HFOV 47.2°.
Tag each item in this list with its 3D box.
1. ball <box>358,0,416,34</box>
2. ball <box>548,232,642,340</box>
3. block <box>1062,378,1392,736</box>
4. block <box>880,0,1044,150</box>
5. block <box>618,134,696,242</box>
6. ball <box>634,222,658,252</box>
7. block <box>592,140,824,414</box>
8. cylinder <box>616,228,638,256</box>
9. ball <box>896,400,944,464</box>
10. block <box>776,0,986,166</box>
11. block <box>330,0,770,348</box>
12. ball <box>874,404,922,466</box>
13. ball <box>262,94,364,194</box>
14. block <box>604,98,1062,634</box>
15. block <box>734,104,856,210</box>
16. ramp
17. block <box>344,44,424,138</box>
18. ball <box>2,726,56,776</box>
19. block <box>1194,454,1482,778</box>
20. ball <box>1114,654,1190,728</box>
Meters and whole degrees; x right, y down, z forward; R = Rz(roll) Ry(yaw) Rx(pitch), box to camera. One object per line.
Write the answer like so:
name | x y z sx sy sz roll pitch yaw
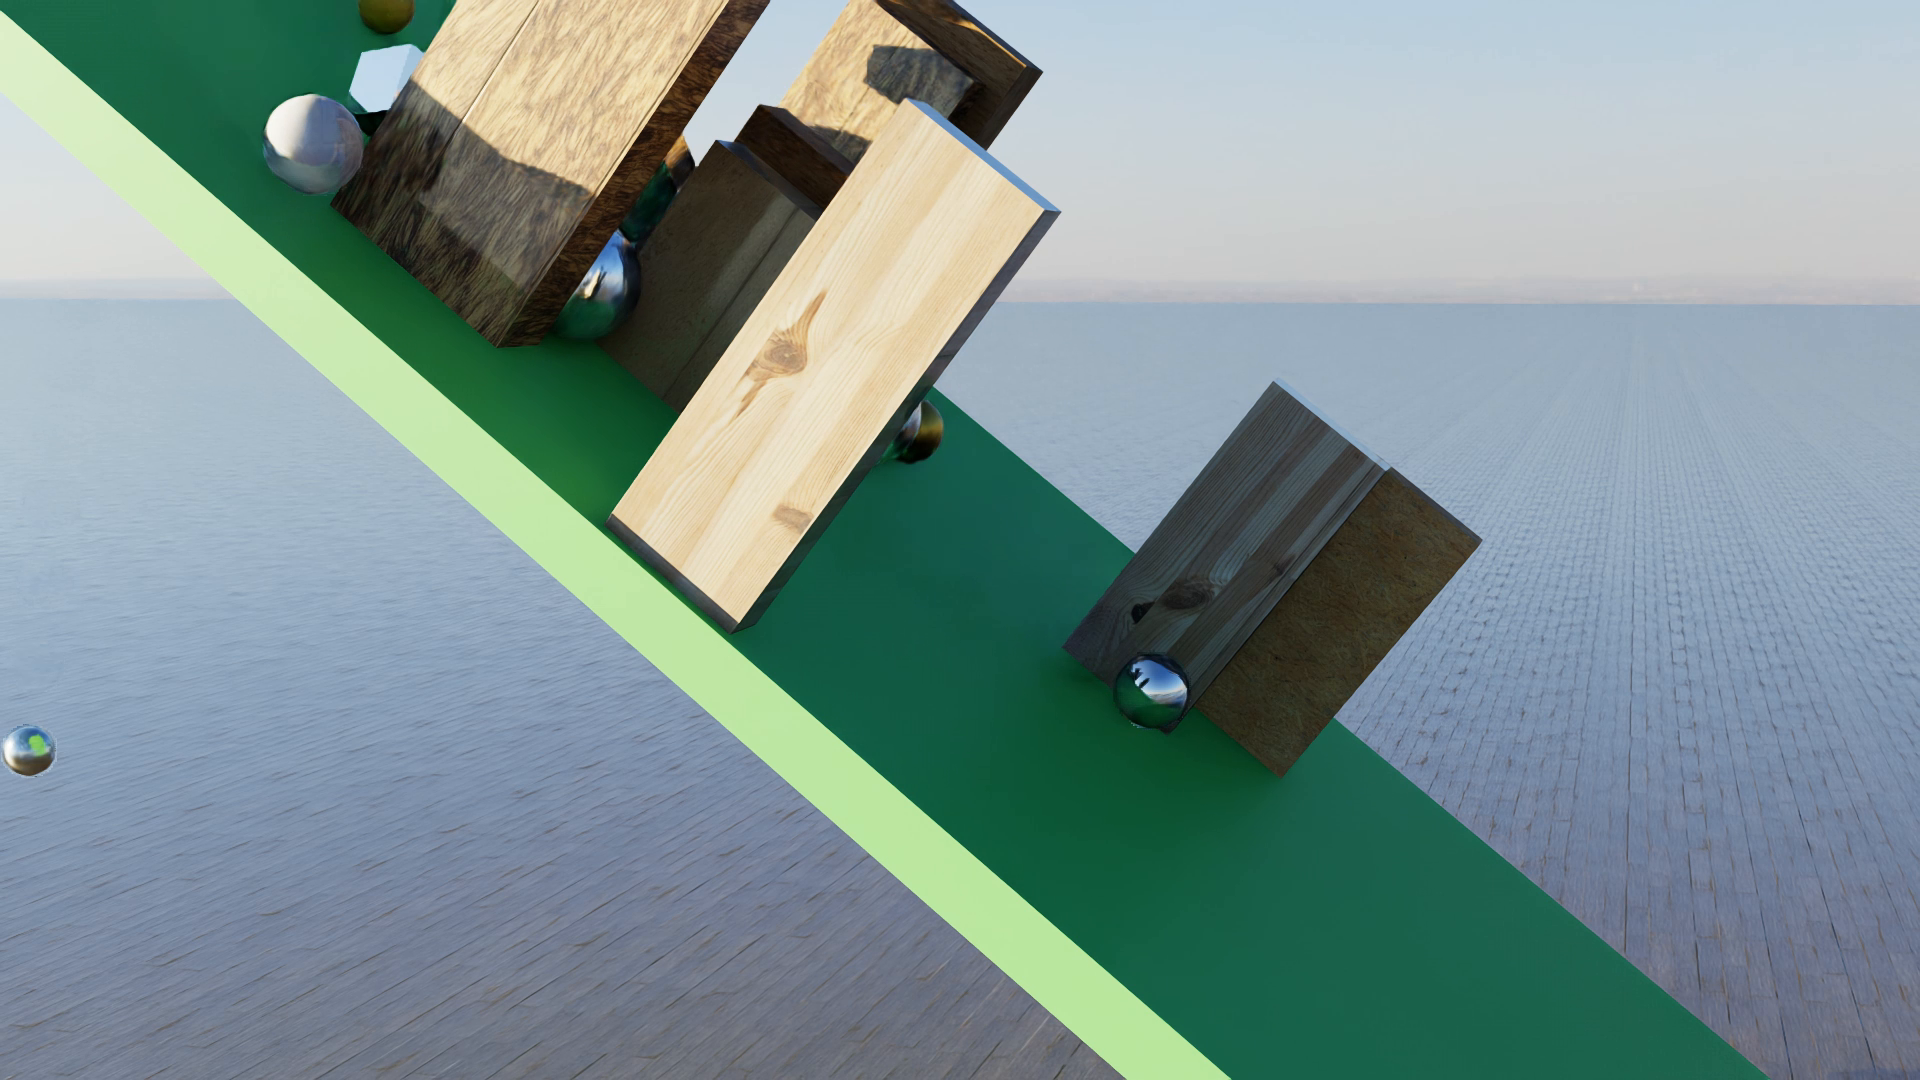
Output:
ball | -1.186 -1.107 4.548 0.117 0.117 0.117 0 7 0
ball | -0.636 -0.436 3.690 0.203 0.203 0.203 0 7 0
block | 0.478 0.033 3.989 0.253 0.626 0.087 40 16 9
block | -0.188 -0.837 4.809 0.357 0.730 0.142 40 16 9
block | -0.615 -0.708 4.412 0.148 0.148 0.148 -13 29 16
ball | -0.521 -0.510 4.150 0.200 0.200 0.200 0 7 0
block | -0.405 -0.430 3.784 0.290 0.413 0.113 40 16 9
cylinder | -0.658 -0.504 3.954 0.138 0.138 0.138 -6 42 -39
ball | -0.099 -0.219 4.358 0.135 0.135 0.135 0 7 0
block | -0.266 -0.811 4.721 0.320 0.647 0.111 40 16 9
block | -0.655 -0.691 3.485 0.371 0.682 0.139 40 16 9
ball | -0.174 -0.238 4.128 0.204 0.204 0.204 0 7 0
ball | -0.999 -0.611 3.398 0.152 0.152 0.152 0 7 0
block | -0.187 -0.236 3.089 0.247 0.751 0.093 40 16 9
block | -0.325 -0.460 3.917 0.386 0.480 0.126 40 16 9
ramp | -0.036 0.091 4.056 4.000 0.100 2.000 40 16 9
block | -0.984 -0.778 3.887 0.130 0.130 0.130 1 -20 35
ball | -2.000 0.454 4.727 0.106 0.106 0.106 0 7 0
block | 0.707 0.147 4.224 0.260 0.590 0.089 40 16 9
ball | 0.344 0.270 3.942 0.134 0.134 0.134 0 7 0
